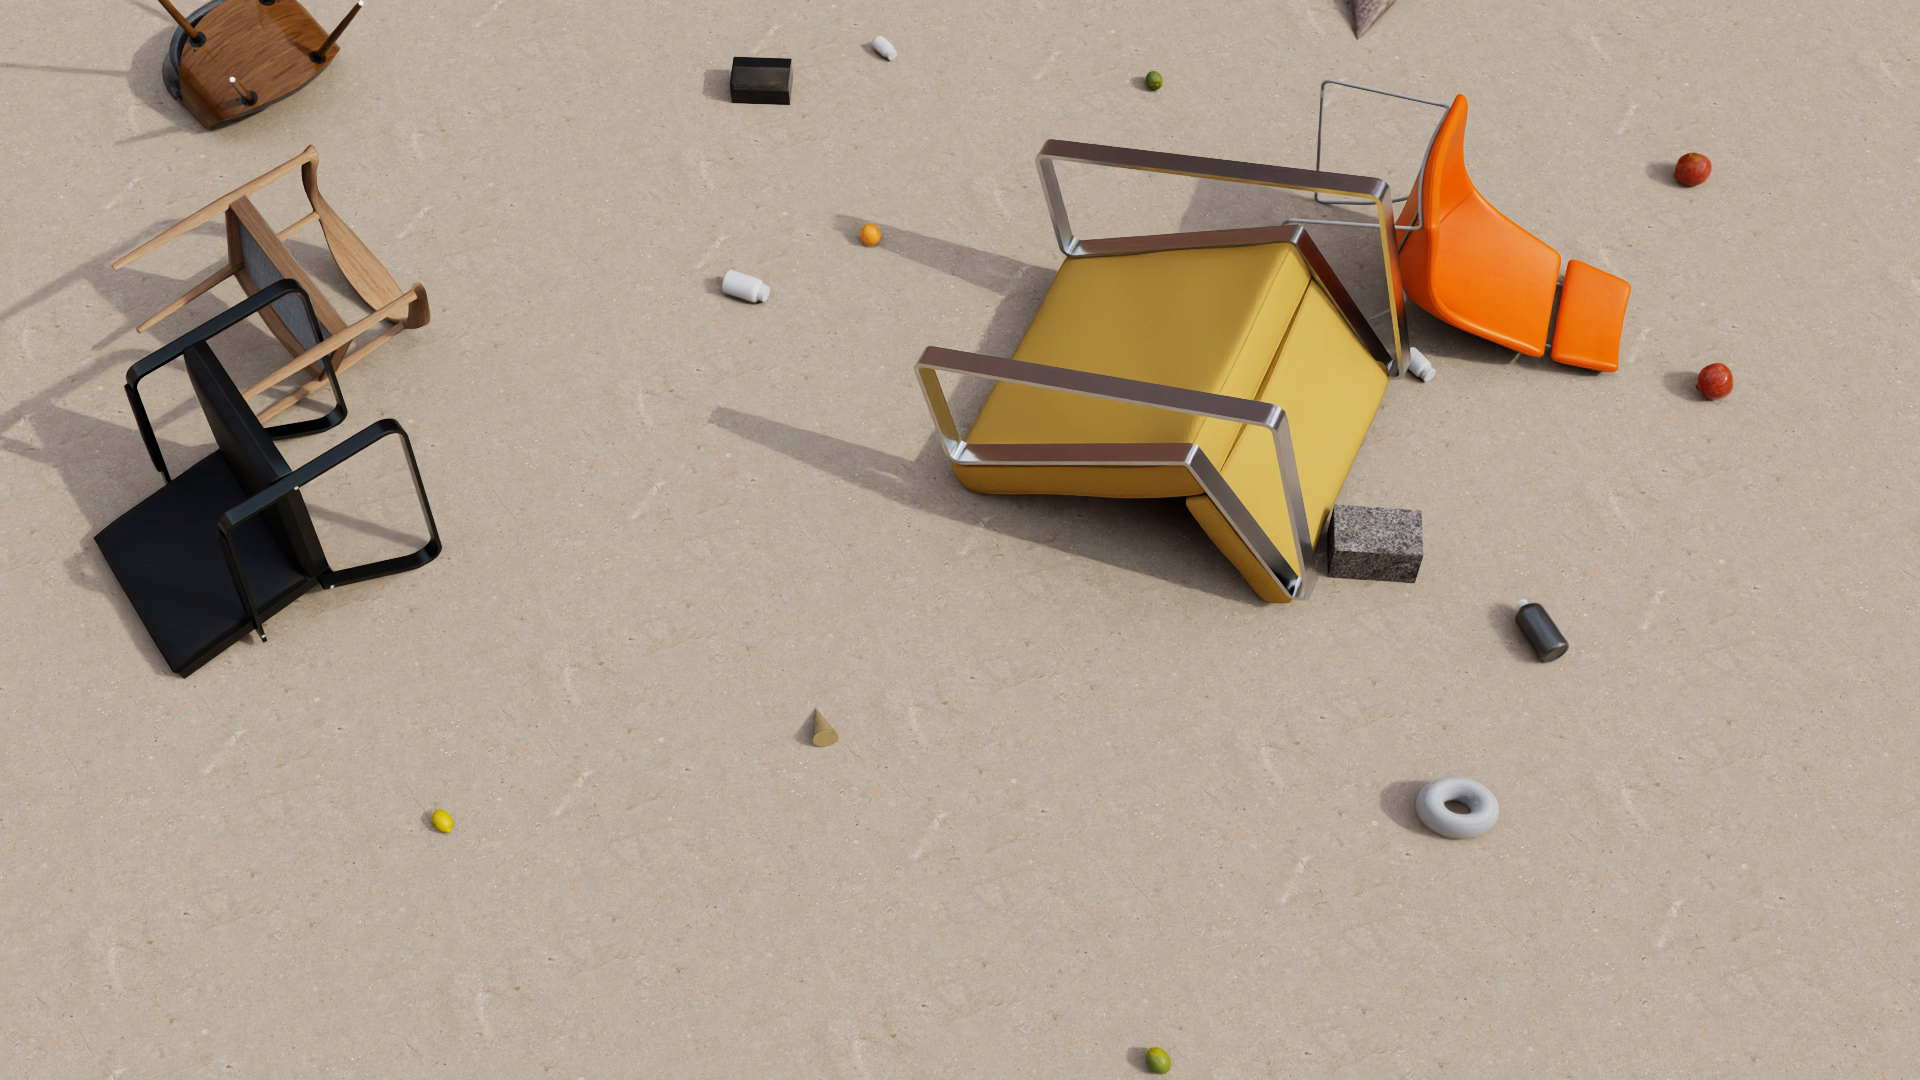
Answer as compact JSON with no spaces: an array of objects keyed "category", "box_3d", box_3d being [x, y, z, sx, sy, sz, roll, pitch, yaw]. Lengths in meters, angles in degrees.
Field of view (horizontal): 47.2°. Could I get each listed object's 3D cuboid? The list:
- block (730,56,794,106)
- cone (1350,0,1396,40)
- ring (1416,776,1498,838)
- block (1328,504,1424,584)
[{"category":"block","box_3d":[-0.683,-1.583,7.581,0.201,0.092,0.131,2,56,1]},{"category":"cone","box_3d":[1.452,-1.897,7.808,0.264,0.130,0.311,17,70,9]},{"category":"ring","box_3d":[1.362,0.733,6.023,0.226,0.101,0.170,8,58,4]},{"category":"block","box_3d":[1.221,0.012,6.478,0.255,0.146,0.162,4,56,3]}]
